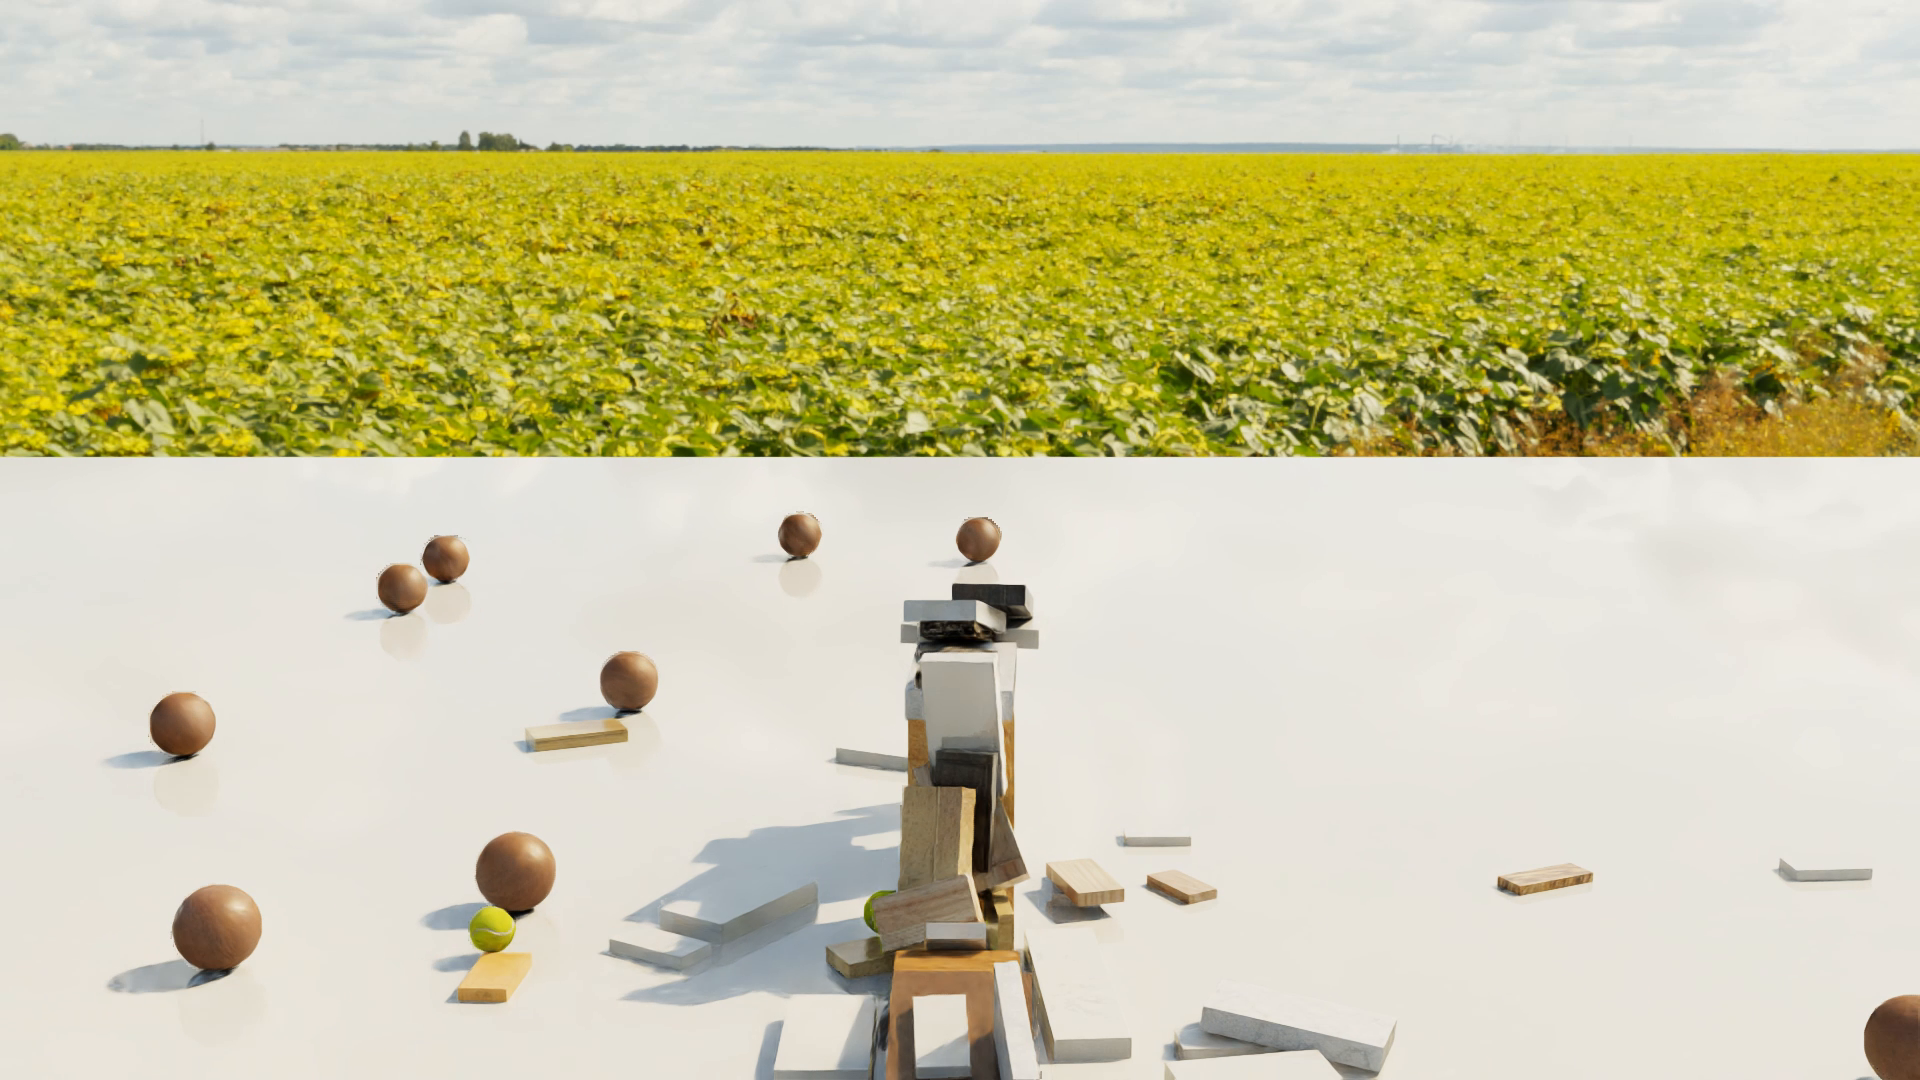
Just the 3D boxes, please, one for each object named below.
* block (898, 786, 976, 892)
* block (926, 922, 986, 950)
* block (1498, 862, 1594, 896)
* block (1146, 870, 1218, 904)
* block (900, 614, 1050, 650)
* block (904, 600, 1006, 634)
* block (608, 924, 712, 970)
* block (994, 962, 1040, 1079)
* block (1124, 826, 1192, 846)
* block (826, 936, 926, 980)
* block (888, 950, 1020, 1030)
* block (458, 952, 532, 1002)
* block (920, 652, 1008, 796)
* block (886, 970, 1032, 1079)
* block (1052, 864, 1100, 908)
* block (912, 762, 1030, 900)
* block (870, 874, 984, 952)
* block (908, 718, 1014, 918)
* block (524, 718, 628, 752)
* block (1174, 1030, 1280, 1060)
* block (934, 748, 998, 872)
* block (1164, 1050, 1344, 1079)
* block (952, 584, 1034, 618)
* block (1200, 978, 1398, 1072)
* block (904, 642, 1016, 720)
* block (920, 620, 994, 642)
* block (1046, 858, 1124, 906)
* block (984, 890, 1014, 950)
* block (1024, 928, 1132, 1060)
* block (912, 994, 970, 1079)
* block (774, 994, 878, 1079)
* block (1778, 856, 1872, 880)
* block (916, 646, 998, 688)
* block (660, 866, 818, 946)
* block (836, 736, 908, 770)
[{"bbox_3d":[-0.037,0.490,3.336,0.114,0.229,0.032,-4,-12,38],"label":"block"},{"bbox_3d":[-0.005,0.604,3.256,0.086,0.024,0.173,0,-26,0],"label":"block"},{"bbox_3d":[0.989,0.573,3.716,0.156,0.017,0.058,-5,12,-26],"label":"block"},{"bbox_3d":[0.371,0.580,3.679,0.058,0.017,0.117,-6,12,-31],"label":"block"},{"bbox_3d":[0.029,0.161,3.977,0.251,0.036,0.126,2,11,11],"label":"block"},{"bbox_3d":[-0.007,0.133,3.790,0.126,0.036,0.251,-1,-7,12],"label":"block"},{"bbox_3d":[-0.464,0.629,3.401,0.145,0.021,0.072,7,13,33],"label":"block"},{"bbox_3d":[0.067,0.617,2.641,0.030,0.107,0.214,-3,28,-5],"label":"block"},{"bbox_3d":[0.353,0.531,3.941,0.117,0.017,0.058,0,11,0],"label":"block"},{"bbox_3d":[-0.109,0.633,3.371,0.173,0.024,0.086,-5,12,-27],"label":"block"},{"bbox_3d":[-0.004,0.634,3.044,0.179,0.051,0.358,0,3,0],"label":"block"},{"bbox_3d":[-0.693,0.651,3.282,0.072,0.021,0.145,1,11,3],"label":"block"},{"bbox_3d":[0.007,0.285,3.398,0.114,0.229,0.032,0,21,12],"label":"block"},{"bbox_3d":[-0.001,0.667,2.714,0.179,0.051,0.358,1,28,1],"label":"block"},{"bbox_3d":[0.195,0.577,3.678,0.080,0.023,0.159,1,11,3],"label":"block"},{"bbox_3d":[0.017,0.444,3.446,0.114,0.229,0.032,-22,-26,2],"label":"block"},{"bbox_3d":[-0.049,0.556,3.280,0.159,0.080,0.023,-18,-13,19],"label":"block"},{"bbox_3d":[0.002,0.439,3.549,0.170,0.339,0.048,0,9,-2],"label":"block"},{"bbox_3d":[-0.800,0.406,4.585,0.193,0.027,0.097,-5,11,-23],"label":"block"},{"bbox_3d":[0.368,0.697,3.040,0.133,0.019,0.067,-1,11,-5],"label":"block"},{"bbox_3d":[0.007,0.416,3.385,0.090,0.181,0.026,3,4,14],"label":"block"},{"bbox_3d":[0.388,0.717,2.903,0.214,0.030,0.107,-2,11,-11],"label":"block"},{"bbox_3d":[0.060,0.107,3.871,0.126,0.036,0.251,1,-7,5],"label":"block"},{"bbox_3d":[0.471,0.671,3.053,0.250,0.035,0.125,10,11,18],"label":"block"},{"bbox_3d":[0.005,0.229,3.617,0.170,0.048,0.339,0,10,2],"label":"block"},{"bbox_3d":[-0.003,0.160,3.756,0.090,0.026,0.222,-1,-7,10],"label":"block"},{"bbox_3d":[0.205,0.564,3.626,0.080,0.023,0.159,-3,11,-16],"label":"block"},{"bbox_3d":[0.060,0.593,3.415,0.024,0.086,0.173,-1,11,-6],"label":"block"},{"bbox_3d":[0.167,0.658,3.219,0.107,0.030,0.426,-1,11,-4],"label":"block"},{"bbox_3d":[-0.023,0.617,2.735,0.067,0.019,0.133,-1,28,-3],"label":"block"},{"bbox_3d":[-0.182,0.692,3.024,0.125,0.035,0.255,0,11,0],"label":"block"},{"bbox_3d":[1.482,0.562,3.766,0.133,0.019,0.067,-1,11,-4],"label":"block"},{"bbox_3d":[-0.004,0.207,3.525,0.090,0.026,0.181,4,11,14],"label":"block"},{"bbox_3d":[-0.356,0.591,3.567,0.125,0.035,0.250,7,13,33],"label":"block"},{"bbox_3d":[-0.142,0.432,4.443,0.194,0.027,0.097,5,12,26],"label":"block"}]
